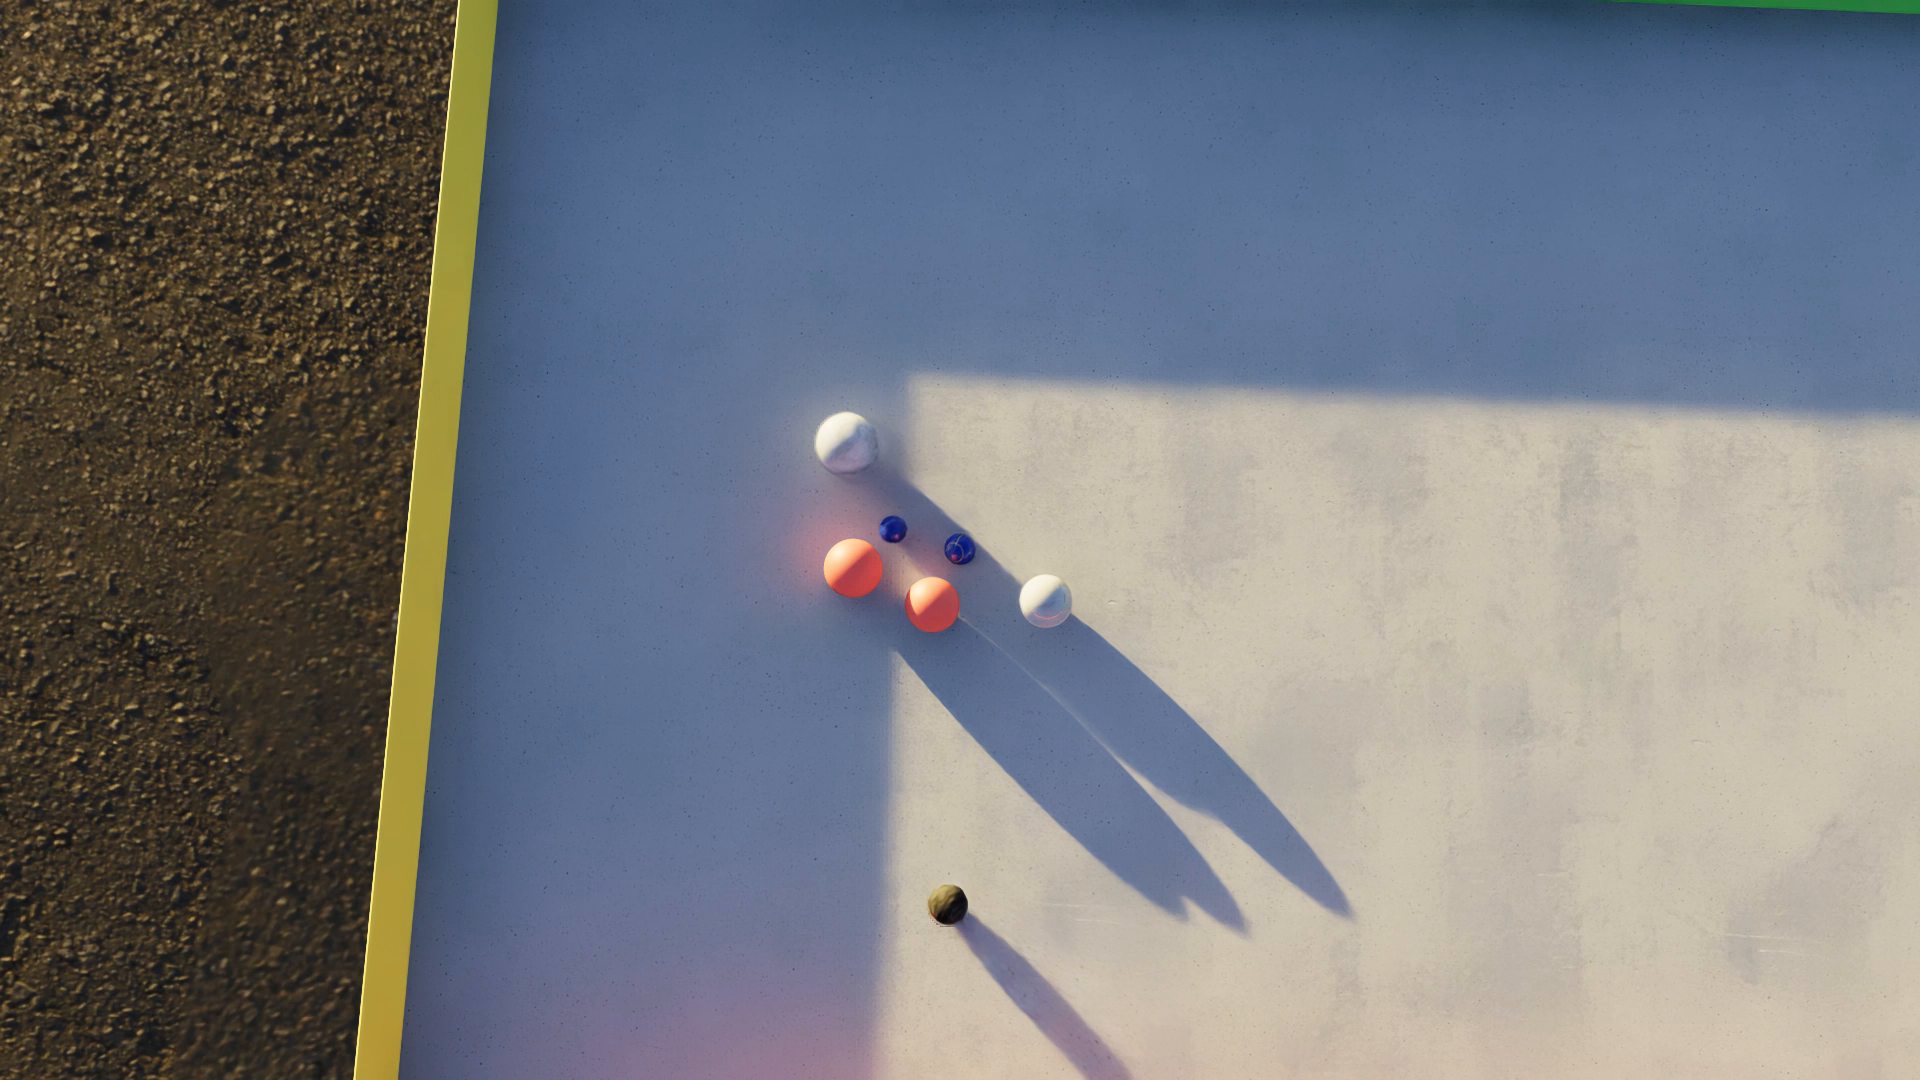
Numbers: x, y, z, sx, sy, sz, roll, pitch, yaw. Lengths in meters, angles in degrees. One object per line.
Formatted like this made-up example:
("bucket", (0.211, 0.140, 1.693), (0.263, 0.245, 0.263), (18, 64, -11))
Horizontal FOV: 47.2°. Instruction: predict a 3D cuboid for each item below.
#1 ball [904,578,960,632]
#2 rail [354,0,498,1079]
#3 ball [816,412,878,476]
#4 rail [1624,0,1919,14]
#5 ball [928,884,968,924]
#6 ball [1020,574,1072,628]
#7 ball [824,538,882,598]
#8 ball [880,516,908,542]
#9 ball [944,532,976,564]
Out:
("ball", (-0.041, 0.097, 3.276), (0.083, 0.083, 0.083), (0, 78, 0))
("rail", (-0.784, -0.039, 3.282), (0.045, 0.122, 1.899), (2, 78, 1))
("ball", (-0.170, -0.145, 3.319), (0.094, 0.094, 0.094), (0, 78, 0))
("rail", (0.848, -0.876, 3.455), (3.232, 0.122, 0.045), (2, 78, 1))
("ball", (-0.017, 0.530, 3.199), (0.058, 0.058, 0.058), (0, 78, 0))
("ball", (0.128, 0.091, 3.278), (0.080, 0.080, 0.080), (0, 78, 0))
("ball", (-0.159, 0.042, 3.284), (0.088, 0.088, 0.088), (0, 78, 0))
("ball", (-0.100, -0.016, 3.320), (0.042, 0.042, 0.042), (0, 78, 0))
("ball", (0.000, 0.013, 3.310), (0.048, 0.048, 0.048), (0, 78, 0))
